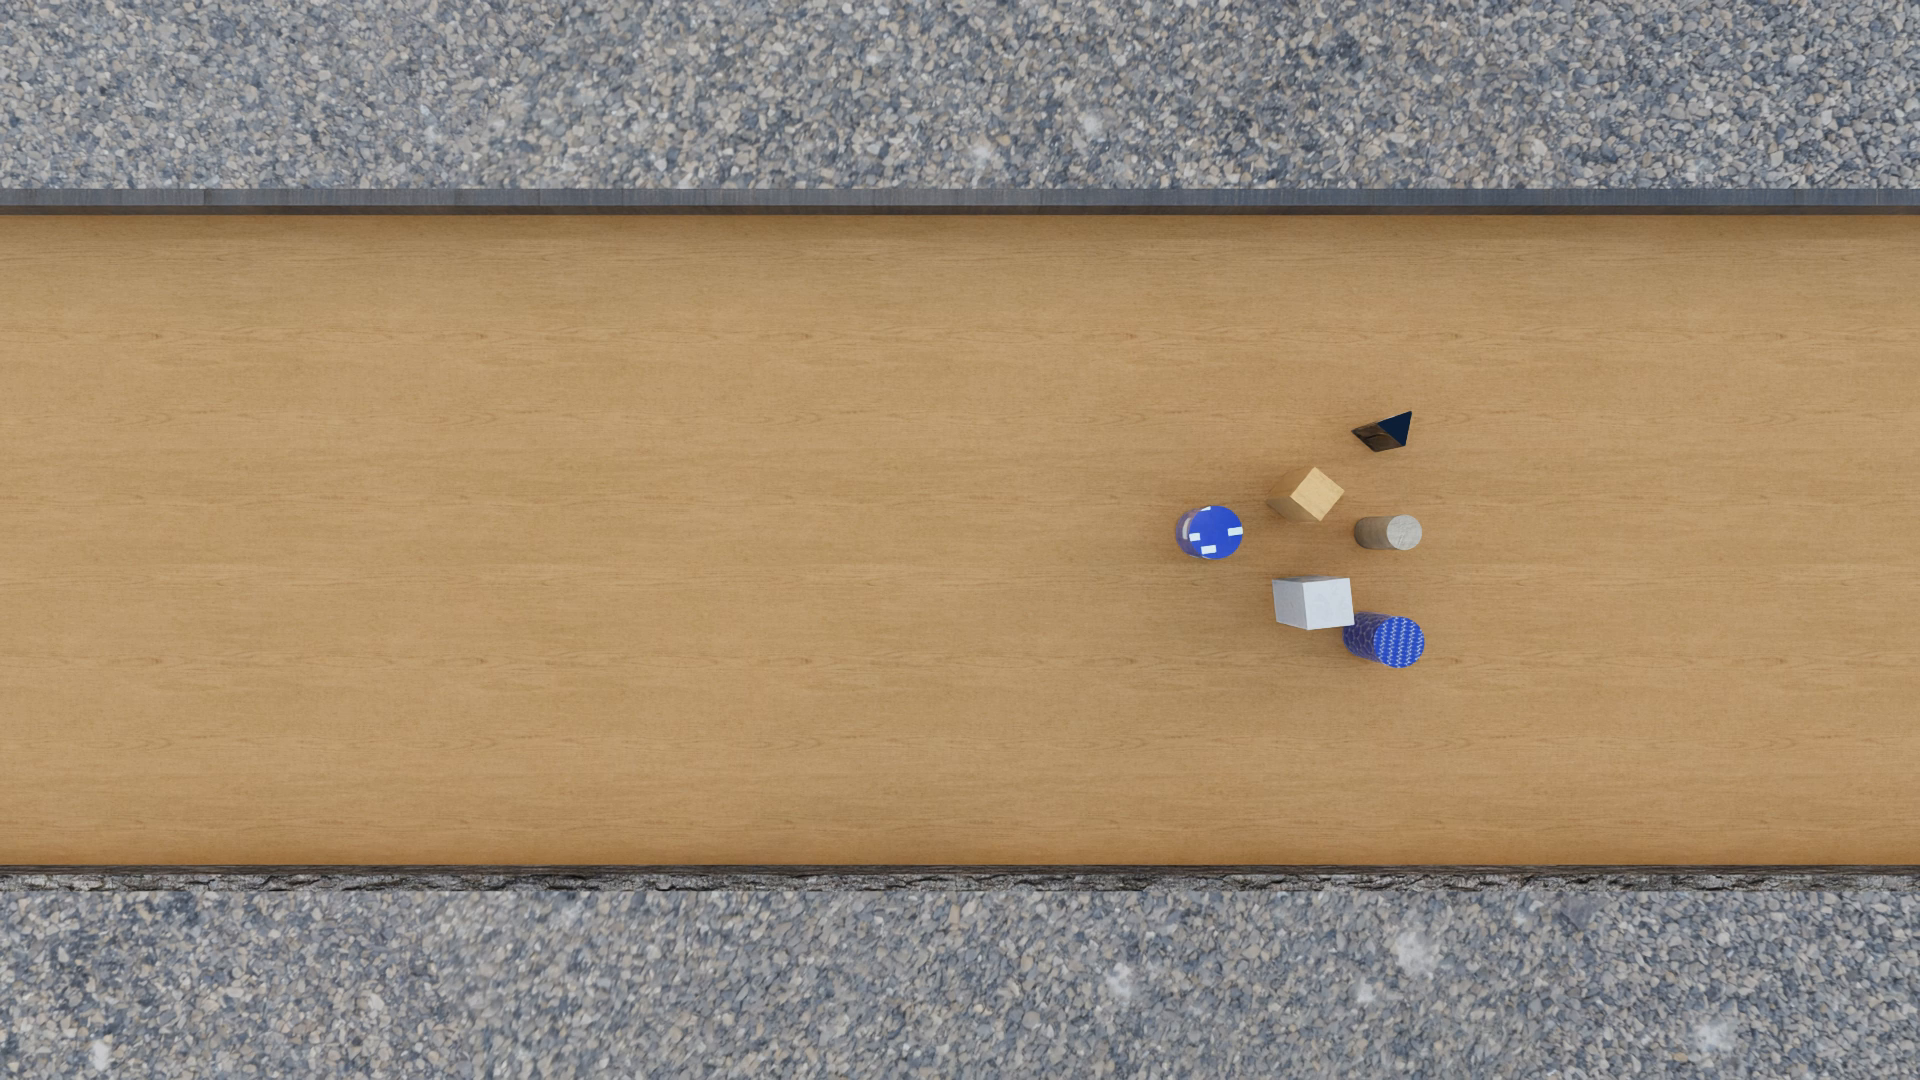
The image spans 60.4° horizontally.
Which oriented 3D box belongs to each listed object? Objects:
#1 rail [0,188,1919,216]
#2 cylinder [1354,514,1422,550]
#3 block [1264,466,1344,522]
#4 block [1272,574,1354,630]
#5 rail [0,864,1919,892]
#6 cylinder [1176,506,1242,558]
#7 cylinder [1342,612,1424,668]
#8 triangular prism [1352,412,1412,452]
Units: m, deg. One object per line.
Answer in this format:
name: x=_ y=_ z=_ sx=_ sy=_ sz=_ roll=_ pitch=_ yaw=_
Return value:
rail: x=-2.247 y=-1.025 z=5.002 sx=12.000 sy=0.150 sz=0.050 roll=0 pitch=90 yaw=0
cylinder: x=1.262 y=-0.022 z=4.880 sx=0.100 sy=0.393 sz=0.100 roll=0 pitch=90 yaw=0
block: x=1.012 y=-0.131 z=4.871 sx=0.110 sy=0.410 sz=0.110 roll=39 pitch=90 yaw=0
block: x=1.032 y=0.179 z=4.847 sx=0.132 sy=0.459 sz=0.132 roll=-6 pitch=90 yaw=0
rail: x=-2.247 y=1.025 z=5.001 sx=12.000 sy=0.150 sz=0.050 roll=0 pitch=90 yaw=0
cylinder: x=0.740 y=-0.022 z=4.922 sx=0.154 sy=0.310 sz=0.154 roll=0 pitch=90 yaw=0
cylinder: x=1.249 y=0.291 z=4.885 sx=0.145 sy=0.384 sz=0.145 roll=0 pitch=90 yaw=0
triangular prism: x=1.271 y=-0.336 z=4.913 sx=0.102 sy=0.326 sz=0.088 roll=41 pitch=90 yaw=0
